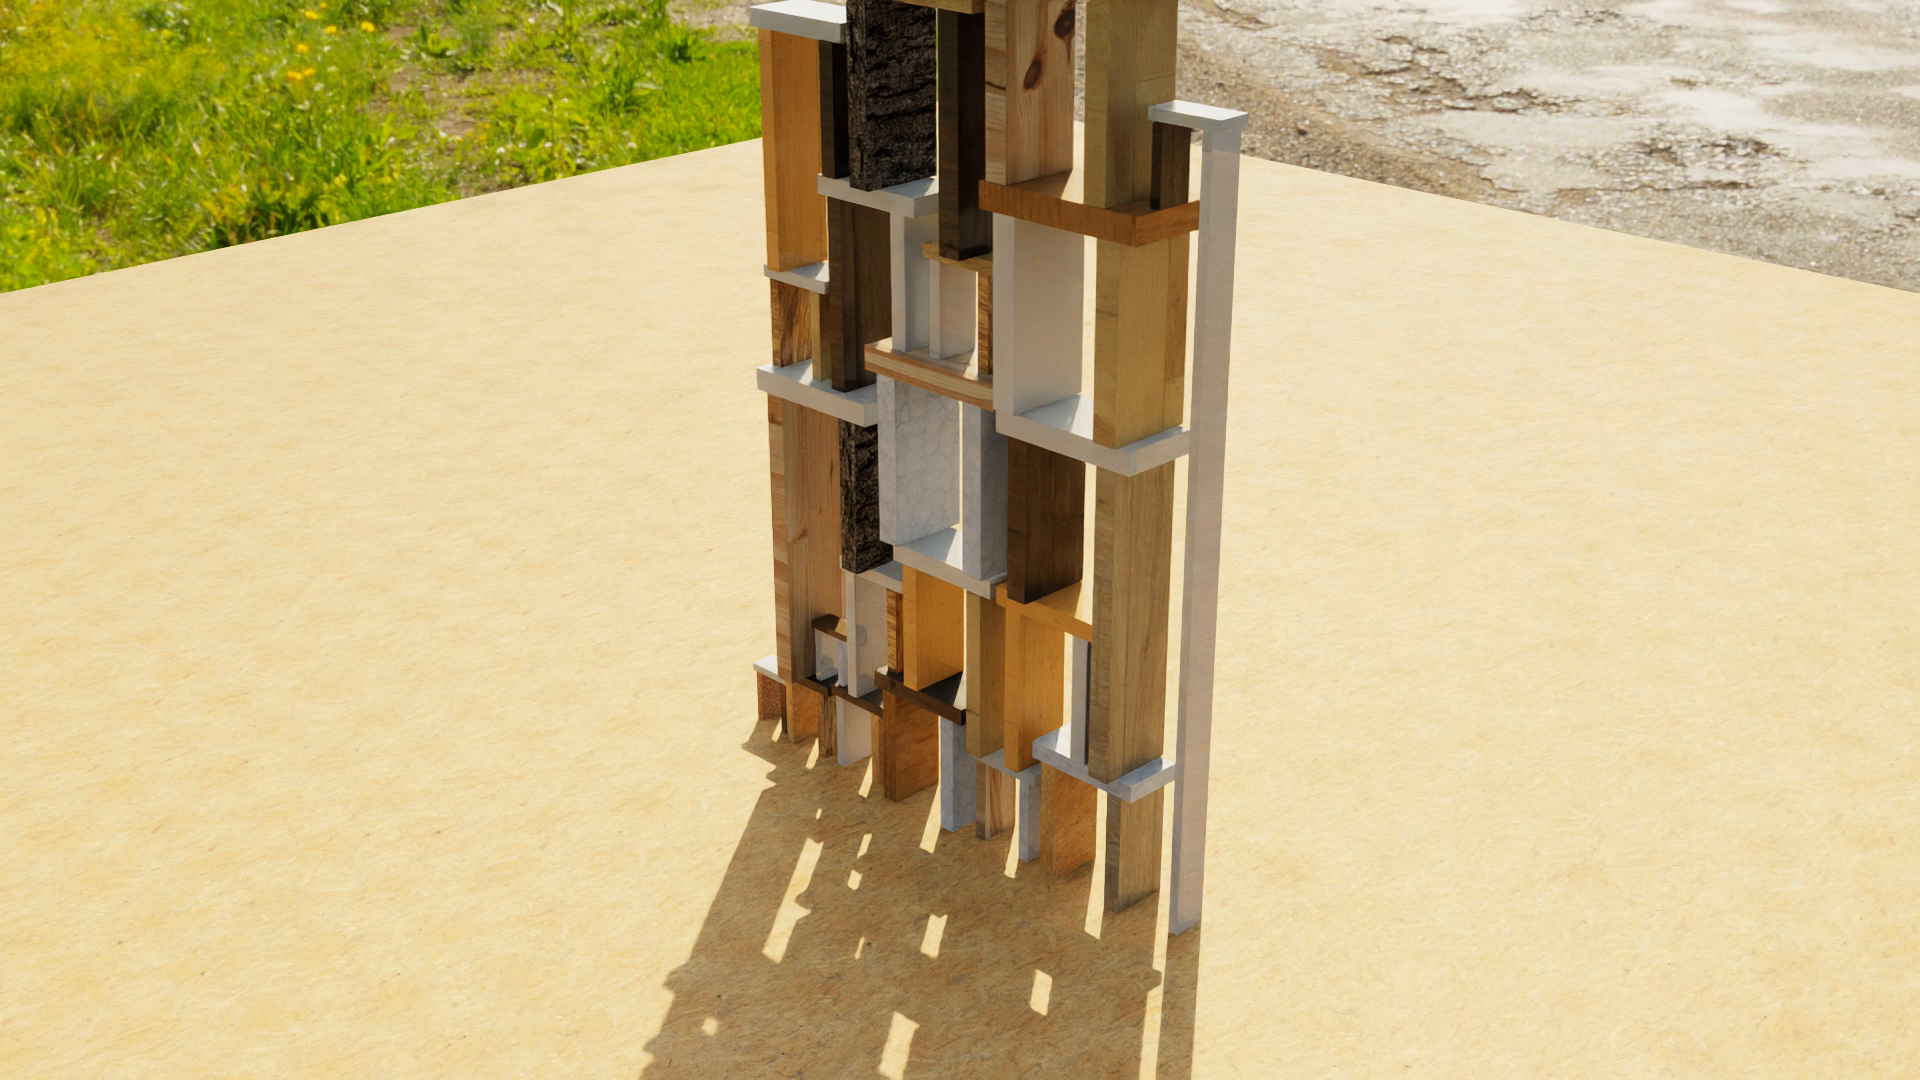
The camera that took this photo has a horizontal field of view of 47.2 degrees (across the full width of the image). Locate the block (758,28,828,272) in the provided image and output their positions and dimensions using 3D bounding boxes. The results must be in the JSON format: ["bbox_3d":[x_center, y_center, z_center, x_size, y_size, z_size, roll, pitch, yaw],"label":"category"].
[{"bbox_3d":[-0.321,-0.758,4.245,0.036,0.468,0.127,21,31,41],"label":"block"}]

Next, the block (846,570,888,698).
[{"bbox_3d":[-0.190,0.181,4.509,0.026,0.280,0.090,21,31,41],"label":"block"}]

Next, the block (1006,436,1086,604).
[{"bbox_3d":[0.159,-0.056,4.023,0.159,0.318,0.045,-21,31,-41],"label":"block"}]

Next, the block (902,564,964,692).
[{"bbox_3d":[-0.051,0.154,4.340,0.132,0.264,0.037,-21,31,-41],"label":"block"}]

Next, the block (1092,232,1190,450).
[{"bbox_3d":[0.308,-0.350,3.735,0.180,0.359,0.051,-21,31,-40],"label":"block"}]

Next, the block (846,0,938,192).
[{"bbox_3d":[-0.123,-0.827,4.008,0.050,0.351,0.175,21,31,41],"label":"block"}]

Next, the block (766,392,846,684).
[{"bbox_3d":[-0.313,-0.018,4.553,0.045,0.634,0.159,21,31,41],"label":"block"}]

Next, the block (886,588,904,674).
[{"bbox_3d":[-0.104,0.169,4.411,0.090,0.181,0.026,-21,31,-41],"label":"block"}]

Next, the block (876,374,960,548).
[{"bbox_3d":[-0.078,-0.173,4.242,0.171,0.341,0.048,-21,31,-40],"label":"block"}]

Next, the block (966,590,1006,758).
[{"bbox_3d":[0.072,0.241,4.242,0.132,0.347,0.037,-21,31,-40],"label":"block"}]

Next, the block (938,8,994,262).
[{"bbox_3d":[0.042,-0.723,3.872,0.175,0.435,0.050,-21,31,-40],"label":"block"}]

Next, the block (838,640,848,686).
[{"bbox_3d":[-0.229,0.247,4.575,0.015,0.105,0.053,21,31,41],"label":"block"}]

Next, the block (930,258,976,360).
[{"bbox_3d":[-0.013,-0.435,4.057,0.094,0.187,0.027,-21,31,-40],"label":"block"}]

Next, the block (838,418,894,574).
[{"bbox_3d":[-0.163,-0.106,4.354,0.045,0.318,0.159,21,31,41],"label":"block"}]

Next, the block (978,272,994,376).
[{"bbox_3d":[0.074,-0.400,3.975,0.094,0.187,0.027,-21,31,-40],"label":"block"}]

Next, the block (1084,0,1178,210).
[{"bbox_3d":[0.279,-0.727,3.599,0.170,0.339,0.048,-21,31,-40],"label":"block"}]

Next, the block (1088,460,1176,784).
[{"bbox_3d":[0.306,0.136,3.941,0.159,0.607,0.045,-21,31,-41],"label":"block"}]

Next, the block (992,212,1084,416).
[{"bbox_3d":[0.140,-0.416,3.892,0.180,0.359,0.051,-21,31,-40],"label":"block"}]

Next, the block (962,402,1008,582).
[{"bbox_3d":[0.081,-0.111,4.093,0.171,0.341,0.048,-21,31,-40],"label":"block"}]

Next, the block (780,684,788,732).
[{"bbox_3d":[-0.362,0.355,4.774,0.017,0.117,0.058,21,31,41],"label":"block"}]

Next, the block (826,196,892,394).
[{"bbox_3d":[-0.191,-0.483,4.232,0.037,0.382,0.130,21,31,40],"label":"block"}]

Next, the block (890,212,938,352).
[{"bbox_3d":[-0.068,-0.491,4.096,0.131,0.261,0.037,-21,31,-40],"label":"block"}]

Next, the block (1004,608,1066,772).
[{"bbox_3d":[0.143,0.268,4.189,0.036,0.337,0.127,21,31,41],"label":"block"}]

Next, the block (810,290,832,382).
[{"bbox_3d":[-0.250,-0.410,4.319,0.025,0.180,0.090,21,31,40],"label":"block"}]

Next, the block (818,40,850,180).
[{"bbox_3d":[-0.201,-0.810,4.093,0.036,0.254,0.127,21,31,40],"label":"block"}]

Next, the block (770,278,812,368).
[{"bbox_3d":[-0.335,-0.443,4.397,0.025,0.180,0.090,21,31,40],"label":"block"}]

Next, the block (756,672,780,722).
[{"bbox_3d":[-0.417,0.333,4.825,0.017,0.117,0.059,21,31,41],"label":"block"}]

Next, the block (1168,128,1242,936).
[{"bbox_3d":[0.417,0.029,3.786,0.021,1.489,0.072,21,31,41],"label":"block"}]

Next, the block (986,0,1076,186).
[{"bbox_3d":[0.120,-0.790,3.748,0.170,0.339,0.048,-21,31,-40],"label":"block"}]

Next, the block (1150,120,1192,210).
[{"bbox_3d":[0.344,-0.616,3.585,0.072,0.145,0.021,-21,31,-40],"label":"block"}]

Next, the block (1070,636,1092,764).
[{"bbox_3d":[0.262,0.277,4.063,0.127,0.254,0.036,-21,31,-40],"label":"block"}]
